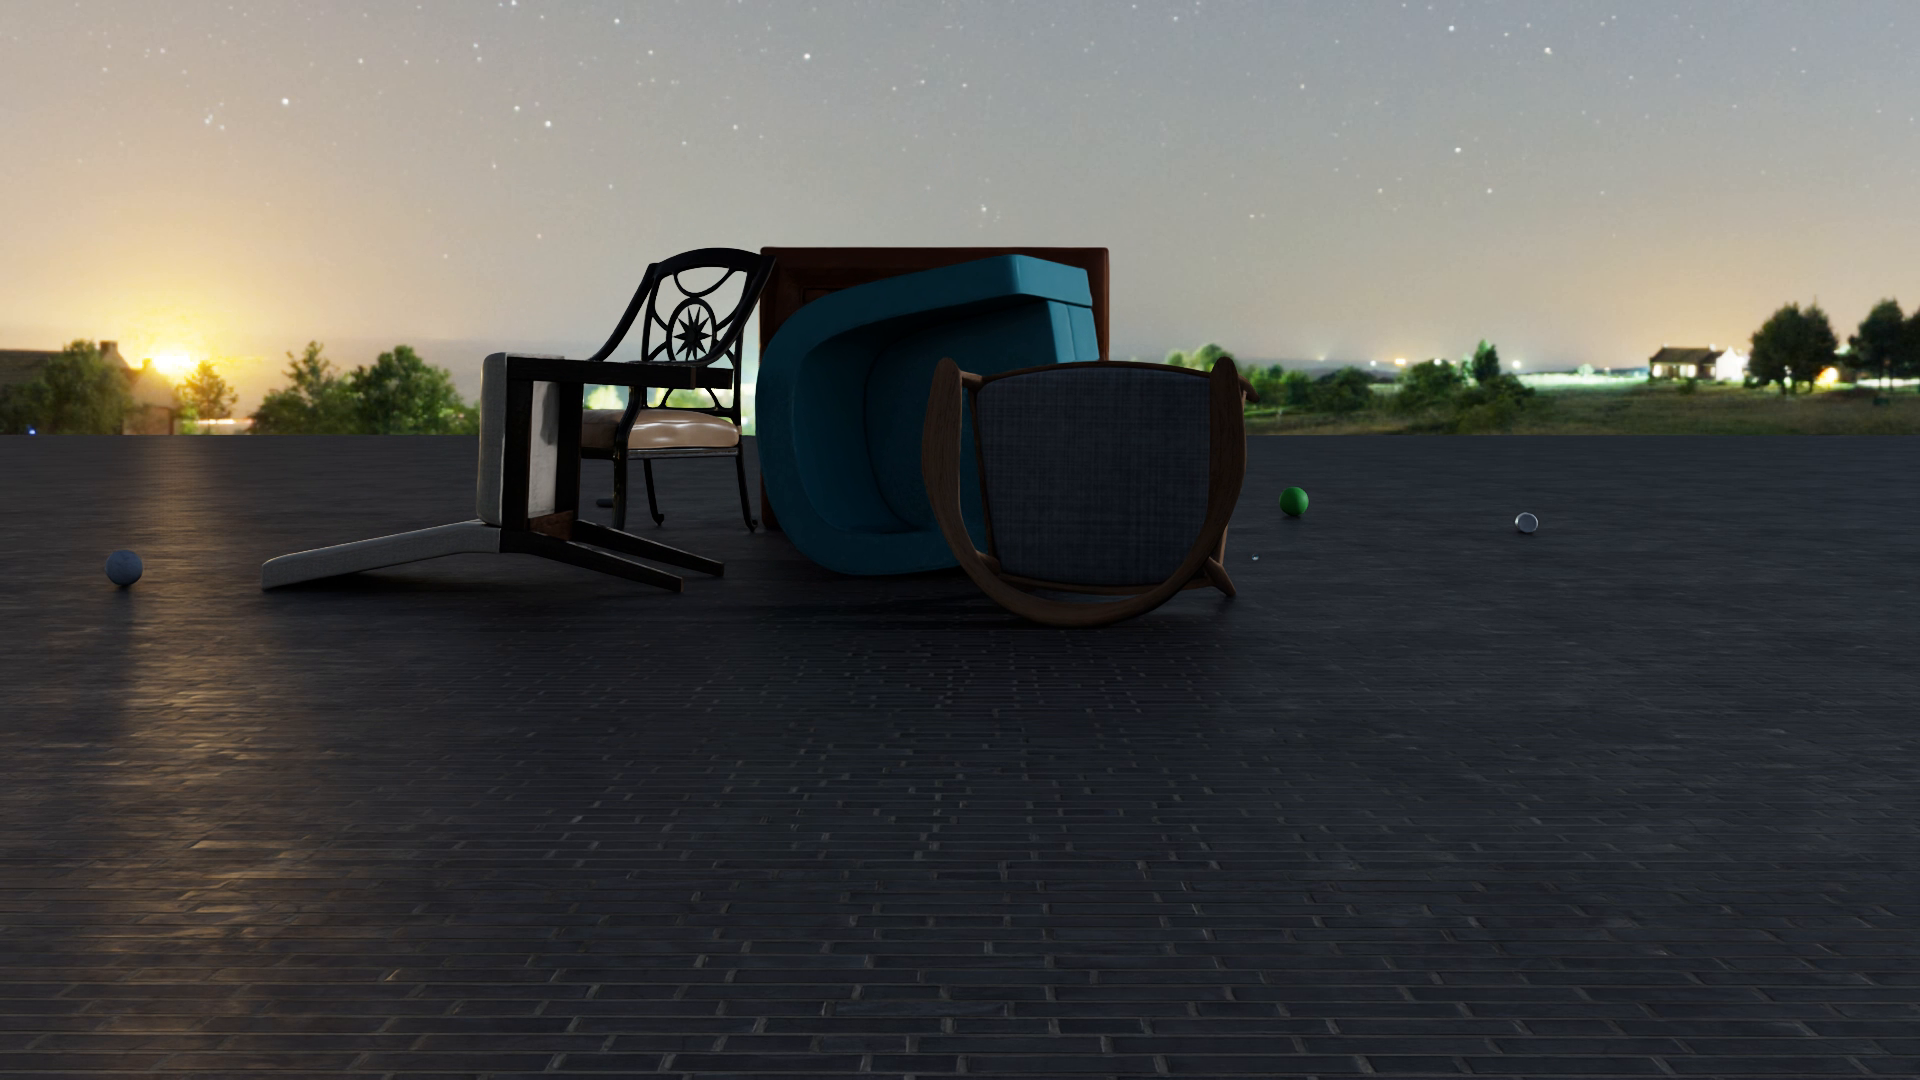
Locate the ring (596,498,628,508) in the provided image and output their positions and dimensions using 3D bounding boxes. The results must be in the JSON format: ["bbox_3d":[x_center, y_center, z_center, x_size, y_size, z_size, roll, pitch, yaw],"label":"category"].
[{"bbox_3d":[-1.331,-0.142,8.410,0.130,0.029,0.102,3,4,28],"label":"ring"}]

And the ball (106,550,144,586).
[{"bbox_3d":[-1.910,0.063,5.026,0.082,0.082,0.082,0,4,0],"label":"ball"}]

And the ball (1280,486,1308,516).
[{"bbox_3d":[1.182,-0.137,7.785,0.104,0.104,0.104,0,4,0],"label":"ball"}]
